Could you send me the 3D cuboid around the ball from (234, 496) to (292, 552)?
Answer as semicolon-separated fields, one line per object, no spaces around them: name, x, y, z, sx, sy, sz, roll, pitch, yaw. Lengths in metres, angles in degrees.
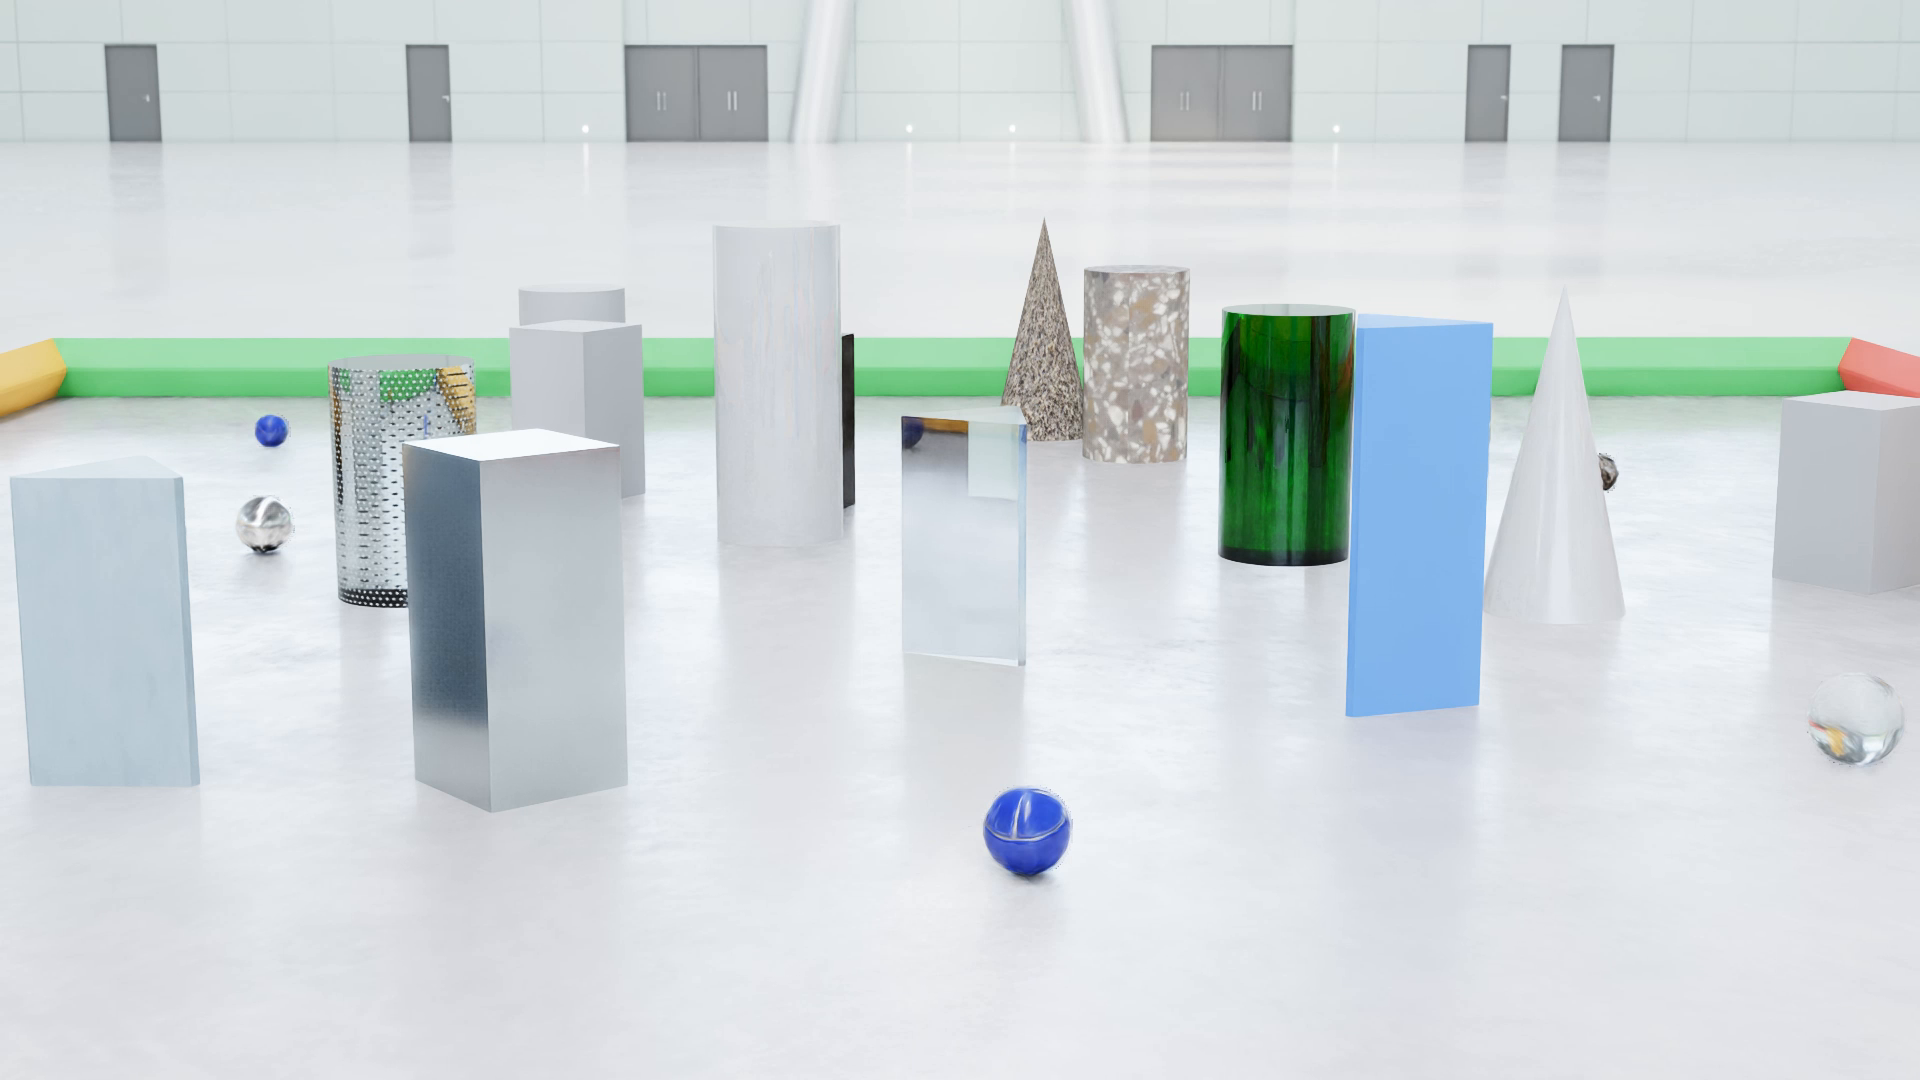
ball;-1.054;-0.024;3.884;0.084;0.084;0.084;0;10;0

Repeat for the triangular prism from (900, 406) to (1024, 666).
triangular prism;0.037;-0.012;3.227;0.171;0.299;0.148;6;12;28

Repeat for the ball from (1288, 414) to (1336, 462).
ball;0.654;-0.190;4.762;0.091;0.091;0.091;0;10;0

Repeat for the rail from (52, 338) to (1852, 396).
rail;-0.013;-0.382;5.691;4.005;0.128;0.045;0;10;0

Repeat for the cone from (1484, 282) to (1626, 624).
cone;0.803;-0.126;3.443;0.198;0.444;0.198;0;10;0

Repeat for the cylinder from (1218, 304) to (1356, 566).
cylinder;0.487;-0.160;3.835;0.198;0.369;0.198;0;10;0

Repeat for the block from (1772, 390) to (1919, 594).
block;1.280;-0.071;3.657;0.158;0.259;0.158;-8;13;-37

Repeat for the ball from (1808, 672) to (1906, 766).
ball;0.944;0.188;2.702;0.098;0.098;0.098;0;10;0

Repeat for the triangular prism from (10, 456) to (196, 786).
triangular prism;-0.866;0.081;2.672;0.171;0.320;0.148;0;10;1

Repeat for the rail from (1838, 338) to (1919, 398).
rail;1.979;0.031;3.460;0.045;0.128;4.608;0;10;0

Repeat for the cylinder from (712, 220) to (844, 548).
cylinder;-0.282;-0.246;3.980;0.198;0.486;0.198;0;10;0

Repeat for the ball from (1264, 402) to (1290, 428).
ball;0.643;-0.254;5.210;0.053;0.053;0.053;0;10;0

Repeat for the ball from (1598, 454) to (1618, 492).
ball;1.102;-0.115;4.426;0.065;0.065;0.065;0;10;0

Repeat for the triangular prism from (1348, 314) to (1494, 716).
triangular prism;0.494;-0.035;2.961;0.171;0.441;0.148;-4;11;-20

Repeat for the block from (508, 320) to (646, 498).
block;-0.650;-0.219;4.366;0.158;0.292;0.158;6;12;30

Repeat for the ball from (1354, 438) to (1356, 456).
ball;0.759;-0.169;4.668;0.085;0.085;0.085;0;10;0

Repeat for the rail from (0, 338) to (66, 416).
rail;-1.979;0.035;3.438;0.045;0.128;4.608;0;10;0

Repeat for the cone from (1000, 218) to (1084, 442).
cone;0.166;-0.425;5.089;0.198;0.434;0.198;0;10;0

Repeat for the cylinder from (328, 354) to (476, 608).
cylinder;-0.768;-0.085;3.554;0.198;0.325;0.198;0;10;0

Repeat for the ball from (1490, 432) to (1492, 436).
ball;0.942;-0.197;4.786;0.096;0.096;0.096;0;10;0

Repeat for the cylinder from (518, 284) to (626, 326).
cylinder;-0.726;-0.317;4.828;0.198;0.316;0.198;0;10;0

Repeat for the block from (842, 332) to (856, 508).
block;-0.276;-0.194;4.243;0.158;0.288;0.158;4;11;19

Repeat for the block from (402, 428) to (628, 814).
block;-0.451;0.076;2.607;0.158;0.352;0.158;-9;14;-39

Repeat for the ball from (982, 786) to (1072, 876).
ball;0.061;0.264;2.336;0.081;0.081;0.081;0;10;0

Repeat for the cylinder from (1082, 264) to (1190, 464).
cylinder;0.330;-0.332;4.815;0.198;0.352;0.198;0;10;0

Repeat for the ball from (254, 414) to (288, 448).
ball;-1.328;-0.210;4.945;0.064;0.064;0.064;0;10;0
